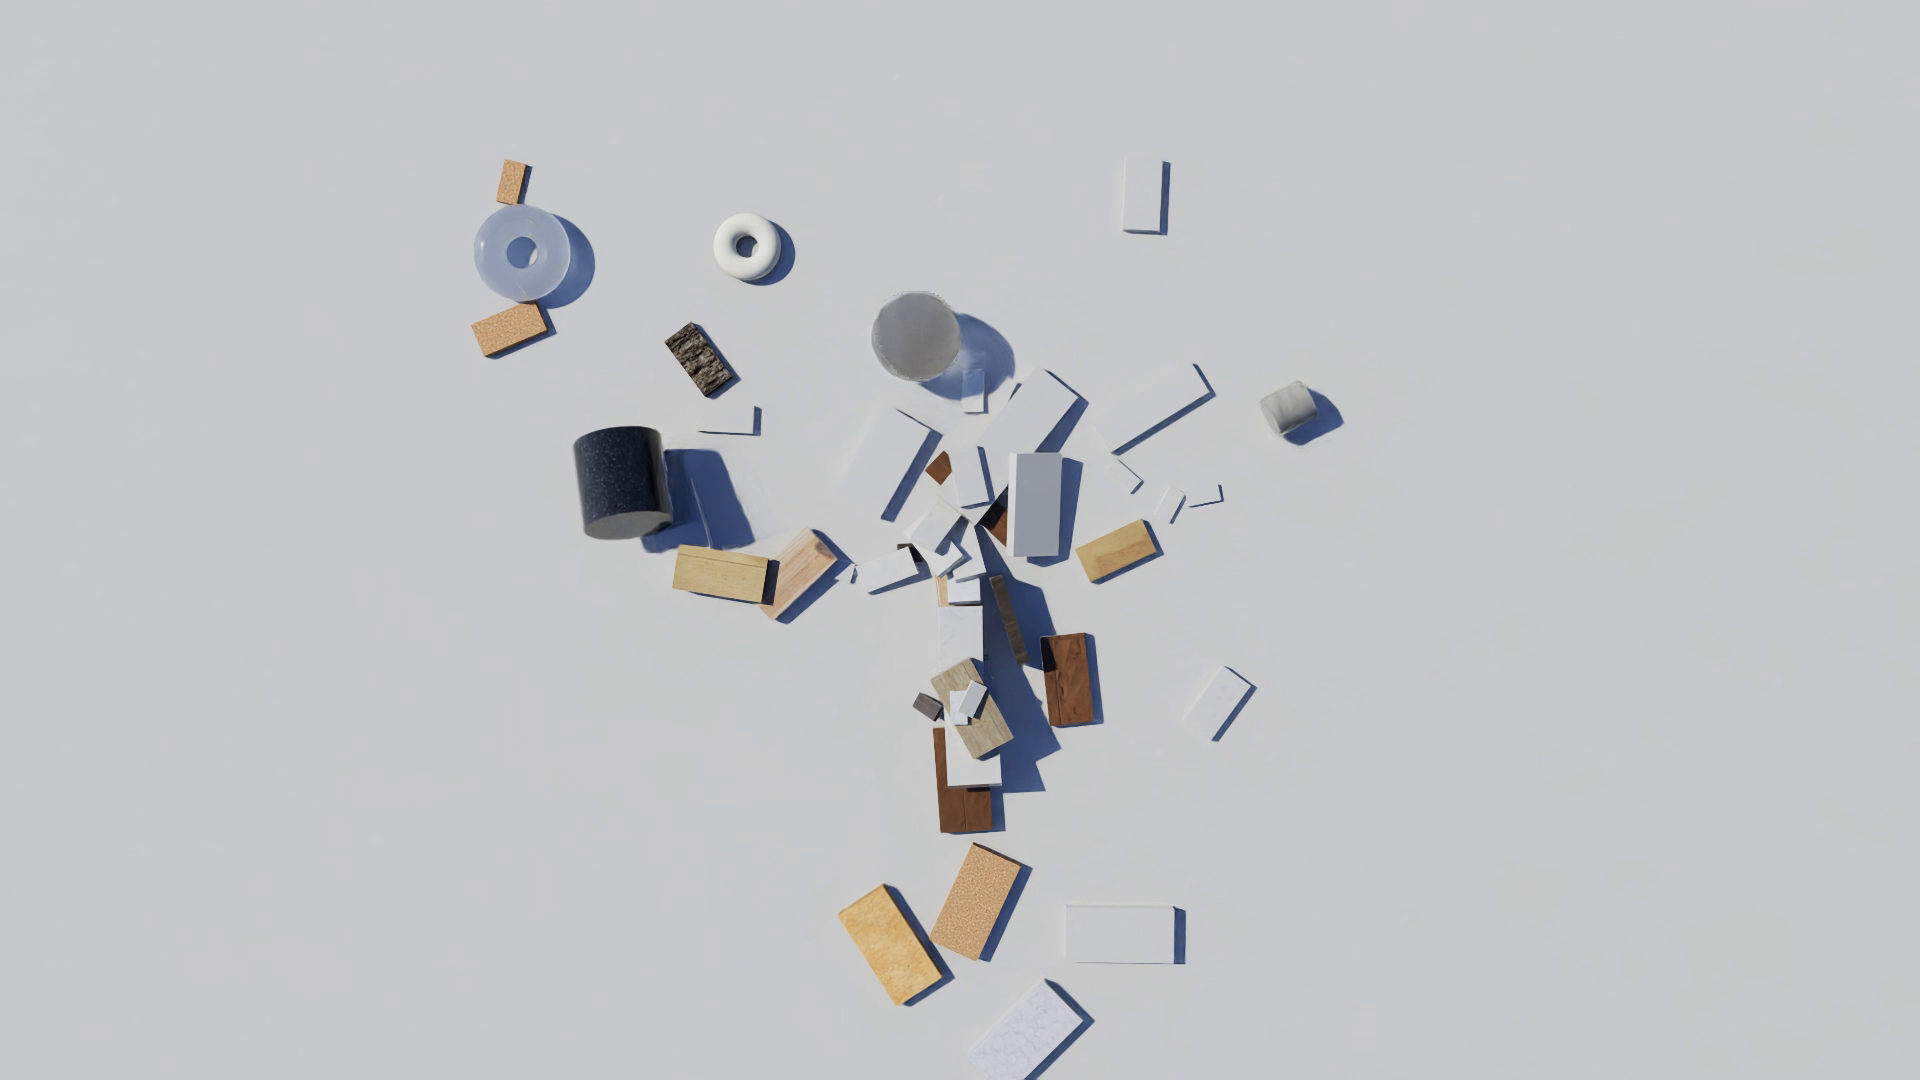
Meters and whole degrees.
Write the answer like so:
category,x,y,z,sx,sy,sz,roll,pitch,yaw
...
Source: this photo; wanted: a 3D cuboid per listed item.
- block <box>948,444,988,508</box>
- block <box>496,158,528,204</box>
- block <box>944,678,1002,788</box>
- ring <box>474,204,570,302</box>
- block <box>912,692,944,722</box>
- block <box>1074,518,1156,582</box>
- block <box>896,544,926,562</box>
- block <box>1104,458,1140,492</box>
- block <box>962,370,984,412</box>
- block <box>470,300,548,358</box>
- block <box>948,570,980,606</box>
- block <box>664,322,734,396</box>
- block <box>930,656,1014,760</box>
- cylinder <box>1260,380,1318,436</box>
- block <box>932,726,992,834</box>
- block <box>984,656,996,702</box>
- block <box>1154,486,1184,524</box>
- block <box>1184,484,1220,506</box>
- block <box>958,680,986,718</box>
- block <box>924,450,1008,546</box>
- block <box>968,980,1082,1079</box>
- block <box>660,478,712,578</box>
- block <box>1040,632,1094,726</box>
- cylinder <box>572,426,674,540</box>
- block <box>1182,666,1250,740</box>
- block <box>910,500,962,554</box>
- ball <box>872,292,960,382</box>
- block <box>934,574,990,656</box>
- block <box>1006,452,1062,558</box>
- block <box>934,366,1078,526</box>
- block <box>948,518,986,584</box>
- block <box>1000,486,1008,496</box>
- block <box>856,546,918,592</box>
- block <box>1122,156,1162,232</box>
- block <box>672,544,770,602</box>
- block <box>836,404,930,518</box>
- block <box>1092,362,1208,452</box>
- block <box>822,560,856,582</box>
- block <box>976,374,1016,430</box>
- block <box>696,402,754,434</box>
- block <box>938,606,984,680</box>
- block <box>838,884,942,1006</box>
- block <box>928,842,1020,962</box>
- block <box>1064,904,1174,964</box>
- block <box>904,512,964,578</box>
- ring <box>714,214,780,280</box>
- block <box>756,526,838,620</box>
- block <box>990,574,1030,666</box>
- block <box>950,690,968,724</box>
category,x,y,z,sx,sy,sz,roll,pitch,yaw
block,0.027,-0.209,5.385,0.095,0.027,0.190,-12,86,-6
block,-1.493,-1.189,5.490,0.071,0.020,0.141,13,90,0
block,0.039,0.636,5.417,0.174,0.049,0.347,-3,70,0
ring,-1.447,-0.949,5.447,0.322,0.107,0.322,0,90,1
block,-0.106,0.553,5.459,0.109,0.015,0.054,30,90,41
block,0.516,0.034,5.483,0.242,0.034,0.121,-25,90,0
block,-0.144,0.041,5.491,0.129,0.018,0.064,-3,90,0
block,0.542,-0.214,5.492,0.112,0.016,0.056,41,90,0
block,0.044,-0.495,5.479,0.071,0.020,0.141,0,86,9
block,-1.497,-0.705,5.484,0.226,0.032,0.113,-23,90,0
block,0.010,0.110,5.441,0.105,0.030,0.211,-3,65,2
block,-0.869,-0.600,5.484,0.113,0.032,0.226,-37,90,0
block,0.038,0.543,5.333,0.148,0.042,0.295,-28,93,2
cylinder,1.083,-0.432,5.432,0.137,0.137,0.137,-27,90,0
block,0.009,0.789,5.475,0.174,0.049,0.347,-4,90,0
block,0.032,0.454,5.432,0.143,0.041,0.286,-8,70,0
block,0.698,-0.119,5.492,0.056,0.016,0.113,28,90,0
block,0.808,-0.150,5.492,0.113,0.016,0.056,-11,90,0
block,0.038,0.510,5.291,0.054,0.015,0.109,27,87,-14
block,0.051,-0.134,5.461,0.378,0.026,0.093,43,90,0
block,0.216,1.651,5.475,0.358,0.051,0.179,-45,90,0
block,-0.923,-0.040,5.479,0.148,0.042,0.297,-16,90,0
block,0.354,0.461,5.479,0.148,0.042,0.295,-6,90,0
cylinder,-1.086,-0.182,5.326,0.287,0.287,0.287,-11,75,0
block,0.852,0.541,5.484,0.113,0.032,0.226,36,90,0
block,-0.074,-0.048,5.420,0.095,0.027,0.190,27,57,15
ball,-0.143,-0.658,5.355,0.290,0.290,0.290,0,90,0
block,0.006,0.248,5.447,0.143,0.041,0.286,-8,77,0
block,0.244,-0.117,5.421,0.169,0.048,0.338,-2,98,-26
block,0.153,-0.312,5.442,0.169,0.048,0.545,39,83,0
block,0.011,0.031,5.442,0.105,0.030,0.211,-15,65,-1
block,0.113,-0.241,5.487,0.093,0.026,0.185,-6,90,0
block,-0.241,0.099,5.474,0.190,0.027,0.095,-21,90,8
block,0.606,-1.149,5.483,0.121,0.034,0.242,3,90,0
block,-0.787,0.109,5.434,0.297,0.042,0.149,9,90,1
block,-0.256,-0.260,5.476,0.169,0.048,0.338,30,90,0
block,0.631,-0.442,5.483,0.384,0.034,0.121,-32,90,0
block,-0.419,0.094,5.491,0.129,0.018,0.064,16,90,0
block,0.120,-0.455,5.490,0.071,0.020,0.188,24,90,0
block,-0.778,-0.405,5.487,0.185,0.026,0.093,3,90,0
block,0.003,0.359,5.374,0.143,0.041,0.286,-1,89,0
block,-0.232,1.344,5.475,0.179,0.051,0.358,-33,90,0
block,0.049,1.201,5.475,0.174,0.049,0.347,25,90,0
block,0.528,1.308,5.475,0.358,0.051,0.179,1,90,0
block,-0.085,0.016,5.436,0.105,0.030,0.211,-40,62,2
ring,-0.705,-0.972,5.464,0.224,0.075,0.224,0,89,-1
block,-0.562,0.112,5.467,0.297,0.042,0.149,-43,86,3
block,0.162,0.260,5.426,0.042,0.148,0.295,-18,90,0
block,-0.004,0.538,5.304,0.054,0.015,0.109,-1,94,0
